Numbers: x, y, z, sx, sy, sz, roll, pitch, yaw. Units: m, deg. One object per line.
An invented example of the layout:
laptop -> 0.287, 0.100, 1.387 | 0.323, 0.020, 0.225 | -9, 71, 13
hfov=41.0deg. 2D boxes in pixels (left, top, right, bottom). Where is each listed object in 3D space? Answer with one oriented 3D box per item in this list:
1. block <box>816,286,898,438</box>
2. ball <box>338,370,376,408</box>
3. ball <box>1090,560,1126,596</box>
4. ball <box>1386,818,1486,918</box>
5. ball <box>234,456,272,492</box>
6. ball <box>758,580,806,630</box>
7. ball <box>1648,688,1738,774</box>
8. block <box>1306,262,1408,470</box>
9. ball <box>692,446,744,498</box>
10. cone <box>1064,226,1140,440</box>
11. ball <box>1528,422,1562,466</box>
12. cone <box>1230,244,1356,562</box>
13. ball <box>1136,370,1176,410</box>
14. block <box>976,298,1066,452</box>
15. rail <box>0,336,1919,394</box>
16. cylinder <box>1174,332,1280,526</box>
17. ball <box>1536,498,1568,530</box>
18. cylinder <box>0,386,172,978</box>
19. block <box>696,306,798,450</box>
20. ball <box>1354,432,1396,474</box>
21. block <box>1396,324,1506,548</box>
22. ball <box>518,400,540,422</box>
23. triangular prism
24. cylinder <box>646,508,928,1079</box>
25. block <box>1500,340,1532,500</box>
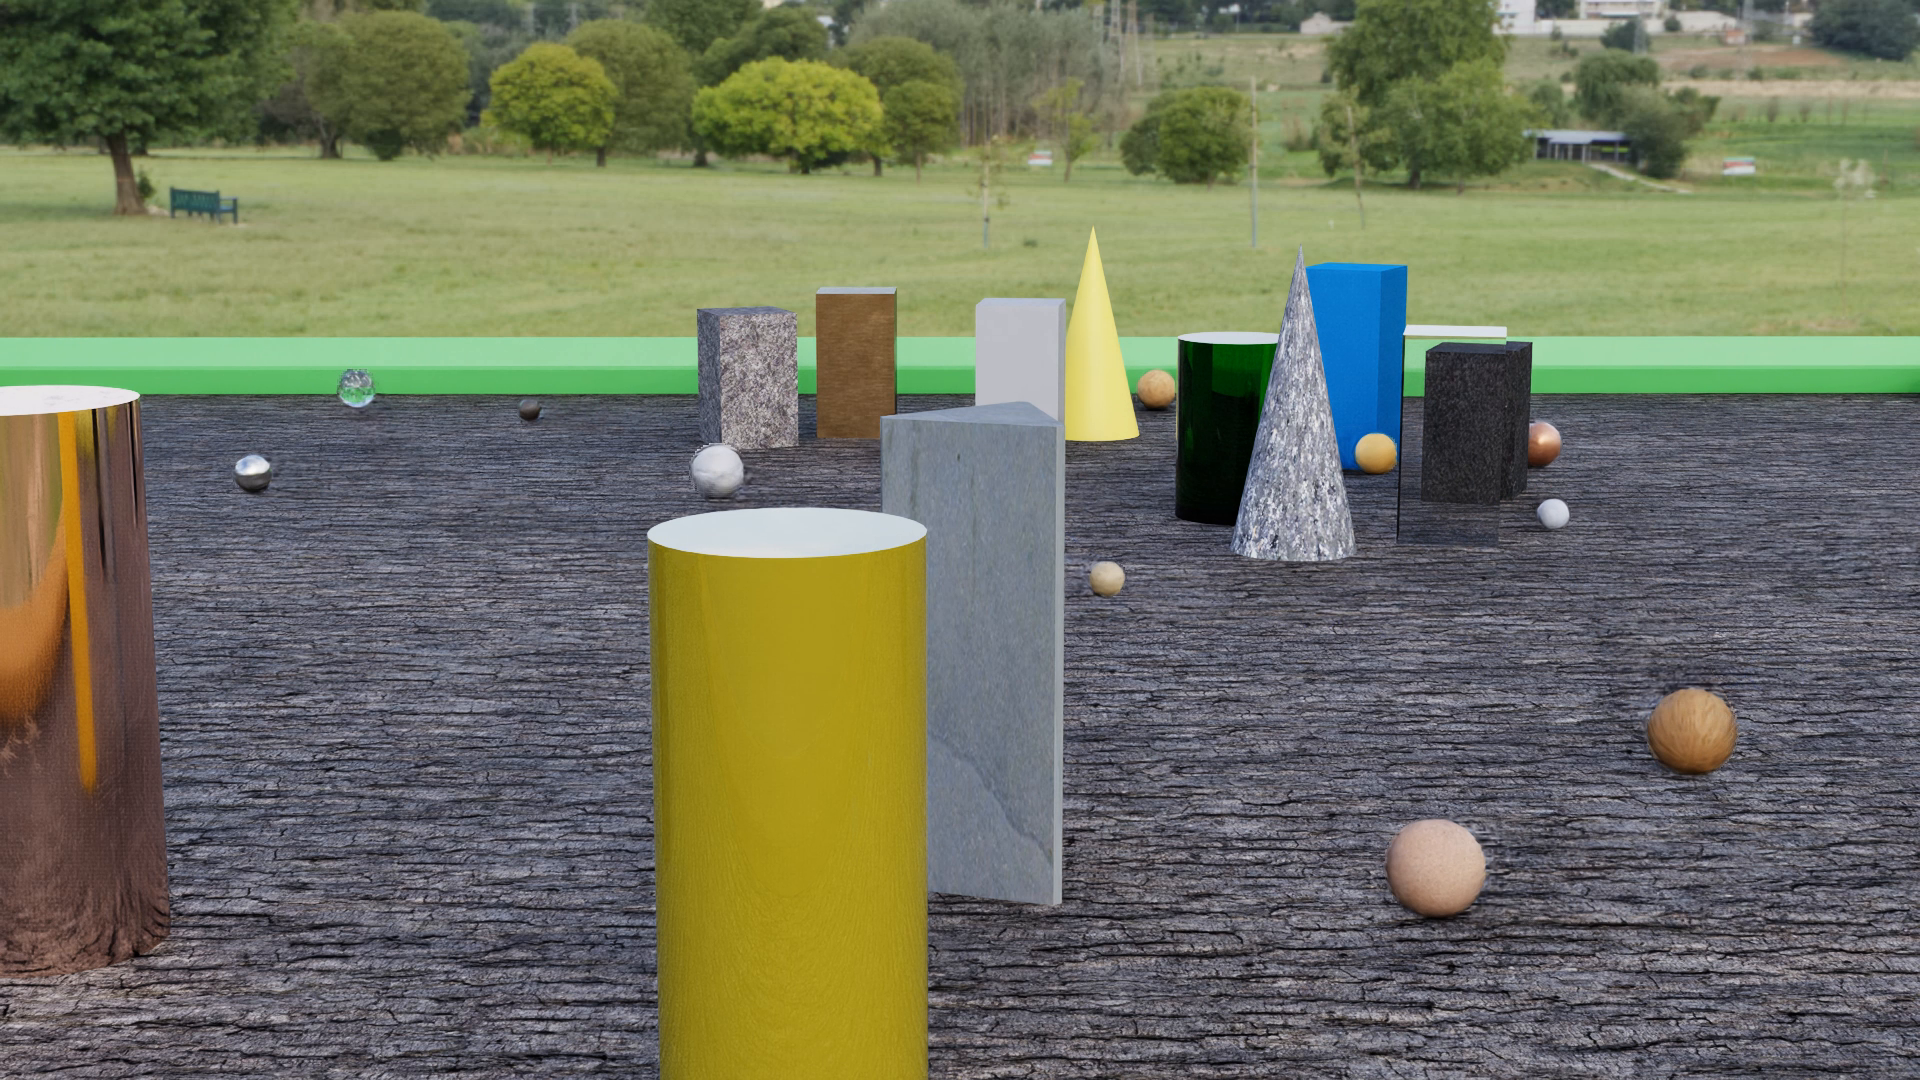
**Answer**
block -> -0.204, -0.354, 5.095 | 0.153, 0.283, 0.153 | 0, 11, 1
ball -> -1.291, -0.323, 5.491 | 0.078, 0.078, 0.078 | 0, 11, 0
ball -> 0.203, 0.053, 3.544 | 0.050, 0.050, 0.050 | 0, 11, 0
ball -> 0.411, 0.283, 2.213 | 0.085, 0.085, 0.085 | 0, 11, 0
ball -> -1.214, -0.114, 4.404 | 0.063, 0.063, 0.063 | 0, 11, 0
ball -> -0.232, 0.084, 3.338 | 0.064, 0.064, 0.064 | 0, 11, 0
ball -> 0.759, 0.198, 2.658 | 0.089, 0.089, 0.089 | 0, 11, 0
block -> 0.718, -0.321, 4.705 | 0.153, 0.360, 0.153 | 5, 12, 27
ball -> -0.410, -0.115, 4.339 | 0.090, 0.090, 0.090 | 0, 11, 0
cone -> 0.261, -0.414, 5.060 | 0.191, 0.413, 0.191 | 0, 11, 0
ball -> 1.059, -0.175, 4.687 | 0.081, 0.081, 0.081 | 0, 11, 0
cone -> 0.505, -0.214, 3.848 | 0.191, 0.464, 0.191 | 0, 11, 0
ball -> 0.417, -0.318, 5.444 | 0.085, 0.085, 0.085 | 0, 11, 0
block -> 0.114, -0.302, 4.805 | 0.153, 0.287, 0.153 | 1, 11, 7
rail -> -0.013, -0.385, 5.688 | 4.417, 0.124, 0.045 | 0, 11, 0
cylinder -> 0.446, -0.183, 4.157 | 0.191, 0.290, 0.191 | 0, 11, 0
ball -> 0.936, -0.041, 4.052 | 0.049, 0.049, 0.049 | 0, 11, 0
cylinder -> -0.764, 0.111, 2.120 | 0.191, 0.457, 0.191 | 0, 11, 0
block -> -0.410, -0.314, 4.954 | 0.153, 0.256, 0.153 | -4, 11, -22
ball -> 0.744, -0.155, 4.592 | 0.075, 0.075, 0.075 | 0, 11, 0
block -> 0.760, -0.163, 3.965 | 0.153, 0.321, 0.153 | 2, 11, 12
ball -> -0.885, -0.267, 5.276 | 0.045, 0.045, 0.045 | 0, 11, 0
triangular prism -> 0.033, 0.094, 2.304 | 0.166, 0.423, 0.143 | 4, 11, 20
cylinder -> -0.118, 0.196, 1.793 | 0.191, 0.410, 0.191 | 0, 11, 0
block -> 0.886, -0.208, 4.393 | 0.153, 0.253, 0.153 | 4, 11, 21
